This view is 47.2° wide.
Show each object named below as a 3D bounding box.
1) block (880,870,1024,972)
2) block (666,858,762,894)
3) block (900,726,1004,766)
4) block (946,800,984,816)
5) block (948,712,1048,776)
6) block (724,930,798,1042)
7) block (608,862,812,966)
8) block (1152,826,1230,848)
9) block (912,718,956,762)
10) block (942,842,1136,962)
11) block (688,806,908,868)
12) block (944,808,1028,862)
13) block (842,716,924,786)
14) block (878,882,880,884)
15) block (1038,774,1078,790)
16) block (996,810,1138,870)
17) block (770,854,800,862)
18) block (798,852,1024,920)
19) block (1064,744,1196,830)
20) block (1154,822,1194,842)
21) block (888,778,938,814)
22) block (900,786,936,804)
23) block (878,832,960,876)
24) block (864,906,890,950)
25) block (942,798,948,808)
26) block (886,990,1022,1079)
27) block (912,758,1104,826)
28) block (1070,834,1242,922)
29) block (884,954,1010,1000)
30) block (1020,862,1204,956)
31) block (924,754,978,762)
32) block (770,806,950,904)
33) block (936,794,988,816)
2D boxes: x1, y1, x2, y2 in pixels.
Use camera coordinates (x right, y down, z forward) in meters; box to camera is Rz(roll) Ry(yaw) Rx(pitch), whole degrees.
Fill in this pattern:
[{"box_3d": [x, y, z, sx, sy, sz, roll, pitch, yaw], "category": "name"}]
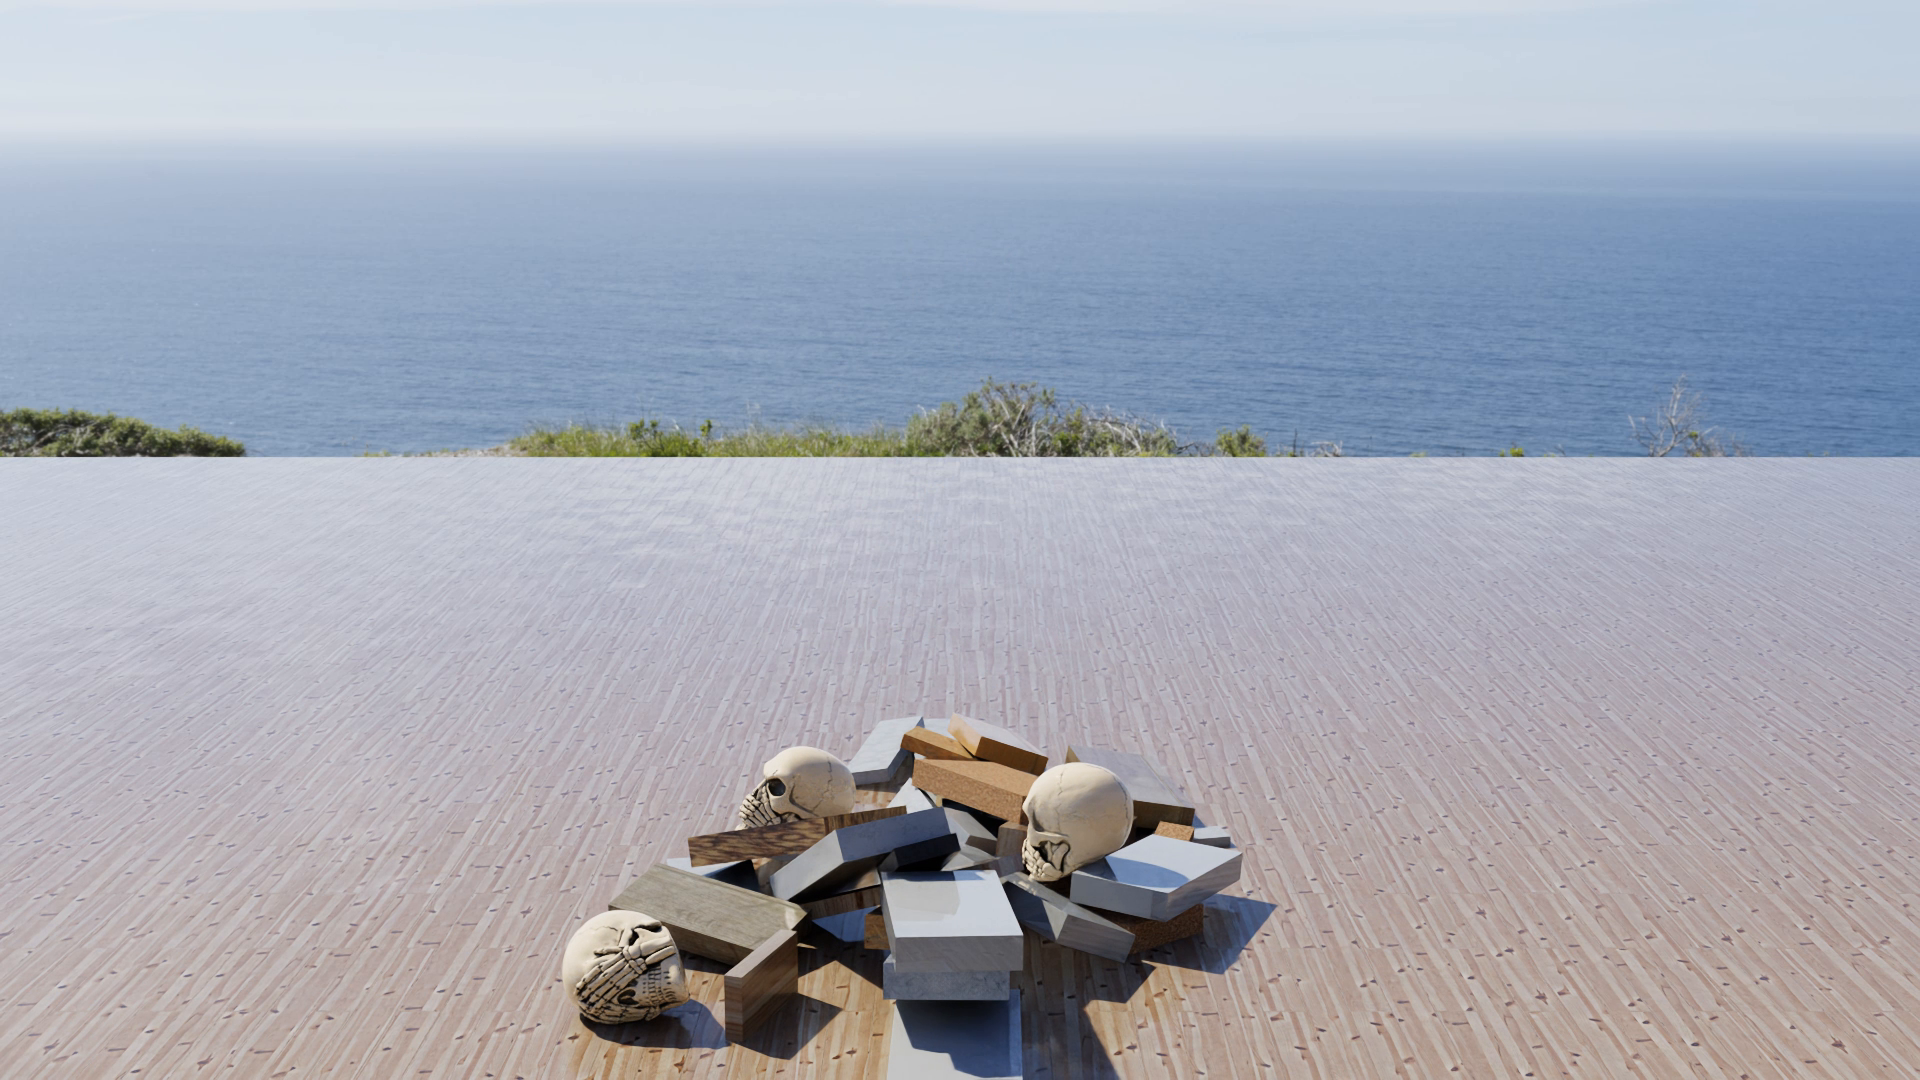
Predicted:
[{"box_3d": [-0.017, 0.531, 3.083, 0.170, 0.048, 0.340, 0, 6, -5], "category": "block"}, {"box_3d": [-0.401, 0.582, 3.602, 0.141, 0.040, 0.282, -2, 11, -11], "category": "block"}, {"box_3d": [-0.011, 0.419, 4.317, 0.196, 0.028, 0.098, 19, 9, 13], "category": "block"}, {"box_3d": [0.003, 0.489, 3.885, 0.063, 0.018, 0.127, 6, 24, 10], "category": "block"}, {"box_3d": [0.072, 0.404, 4.360, 0.141, 0.040, 0.282, 19, 1, -12], "category": "block"}, {"box_3d": [-0.284, 0.637, 3.154, 0.027, 0.095, 0.191, 4, 11, 19], "category": "block"}, {"box_3d": [-0.388, 0.586, 3.414, 0.282, 0.040, 0.141, 13, 25, 22], "category": "block"}, {"box_3d": [0.413, 0.533, 3.927, 0.125, 0.018, 0.063, -3, 11, -14], "category": "block"}, {"box_3d": [-0.048, 0.430, 4.457, 0.098, 0.028, 0.410, -1, 11, -5], "category": "block"}, {"box_3d": [0.087, 0.554, 3.450, 0.162, 0.046, 0.381, 25, -2, -42], "category": "block"}, {"box_3d": [-0.265, 0.483, 3.577, 0.175, 0.050, 0.350, -2, -10, -45], "category": "block"}, {"box_3d": [0.047, 0.508, 3.788, 0.185, 0.026, 0.092, 19, 13, -44], "category": "block"}, {"box_3d": [-0.151, 0.421, 4.413, 0.092, 0.026, 0.331, -8, 12, 13], "category": "block"}, {"box_3d": [-0.105, 0.580, 3.668, 0.069, 0.020, 0.138, -3, 11, -14], "category": "block"}, {"box_3d": [0.182, 0.486, 4.159, 0.092, 0.026, 0.184, -4, 11, -20], "category": "block"}, {"box_3d": [0.188, 0.507, 3.772, 0.171, 0.048, 0.363, 8, 2, 14], "category": "block"}, {"box_3d": [-0.337, 0.535, 3.794, 0.063, 0.018, 0.125, 11, -6, 46], "category": "block"}, {"box_3d": [-0.103, 0.545, 3.409, 0.422, 0.027, 0.095, -18, -7, 30], "category": "block"}, {"box_3d": [0.314, 0.465, 4.128, 0.171, 0.048, 0.341, 9, 9, -10], "category": "block"}, {"box_3d": [0.368, 0.534, 3.854, 0.063, 0.018, 0.125, 8, 22, 15], "category": "block"}, {"box_3d": [-0.088, 0.497, 3.915, 0.028, 0.098, 0.196, 38, 0, -17], "category": "block"}, {"box_3d": [-0.042, 0.496, 4.105, 0.094, 0.027, 0.187, -3, 11, -16], "category": "block"}, {"box_3d": [-0.063, 0.480, 3.301, 0.095, 0.027, 0.191, -13, -15, -13], "category": "block"}, {"box_3d": [-0.035, 0.582, 3.342, 0.170, 0.048, 0.340, 1, -4, 6], "category": "block"}, {"box_3d": [0.001, 0.509, 3.911, 0.063, 0.018, 0.127, -1, 36, -3], "category": "block"}, {"box_3d": [-0.008, 0.731, 2.773, 0.175, 0.050, 0.738, 0, 11, 1], "category": "block"}, {"box_3d": [0.079, 0.441, 3.853, 0.171, 0.048, 0.341, 6, 2, -34], "category": "block"}, {"box_3d": [0.320, 0.542, 3.544, 0.162, 0.046, 0.325, 8, 8, 27], "category": "block"}, {"box_3d": [-0.015, 0.614, 3.122, 0.170, 0.048, 0.340, 0, -7, 1], "category": "block"}, {"box_3d": [0.220, 0.586, 3.564, 0.162, 0.046, 0.325, -8, 13, -38], "category": "block"}, {"box_3d": [-0.025, 0.438, 4.159, 0.094, 0.027, 0.187, 5, -15, -5], "category": "block"}, {"box_3d": [-0.159, 0.491, 3.394, 0.175, 0.050, 0.350, -9, -16, -25], "category": "block"}, {"box_3d": [0.003, 0.486, 4.008, 0.094, 0.027, 0.187, 3, 26, 2], "category": "block"}]
